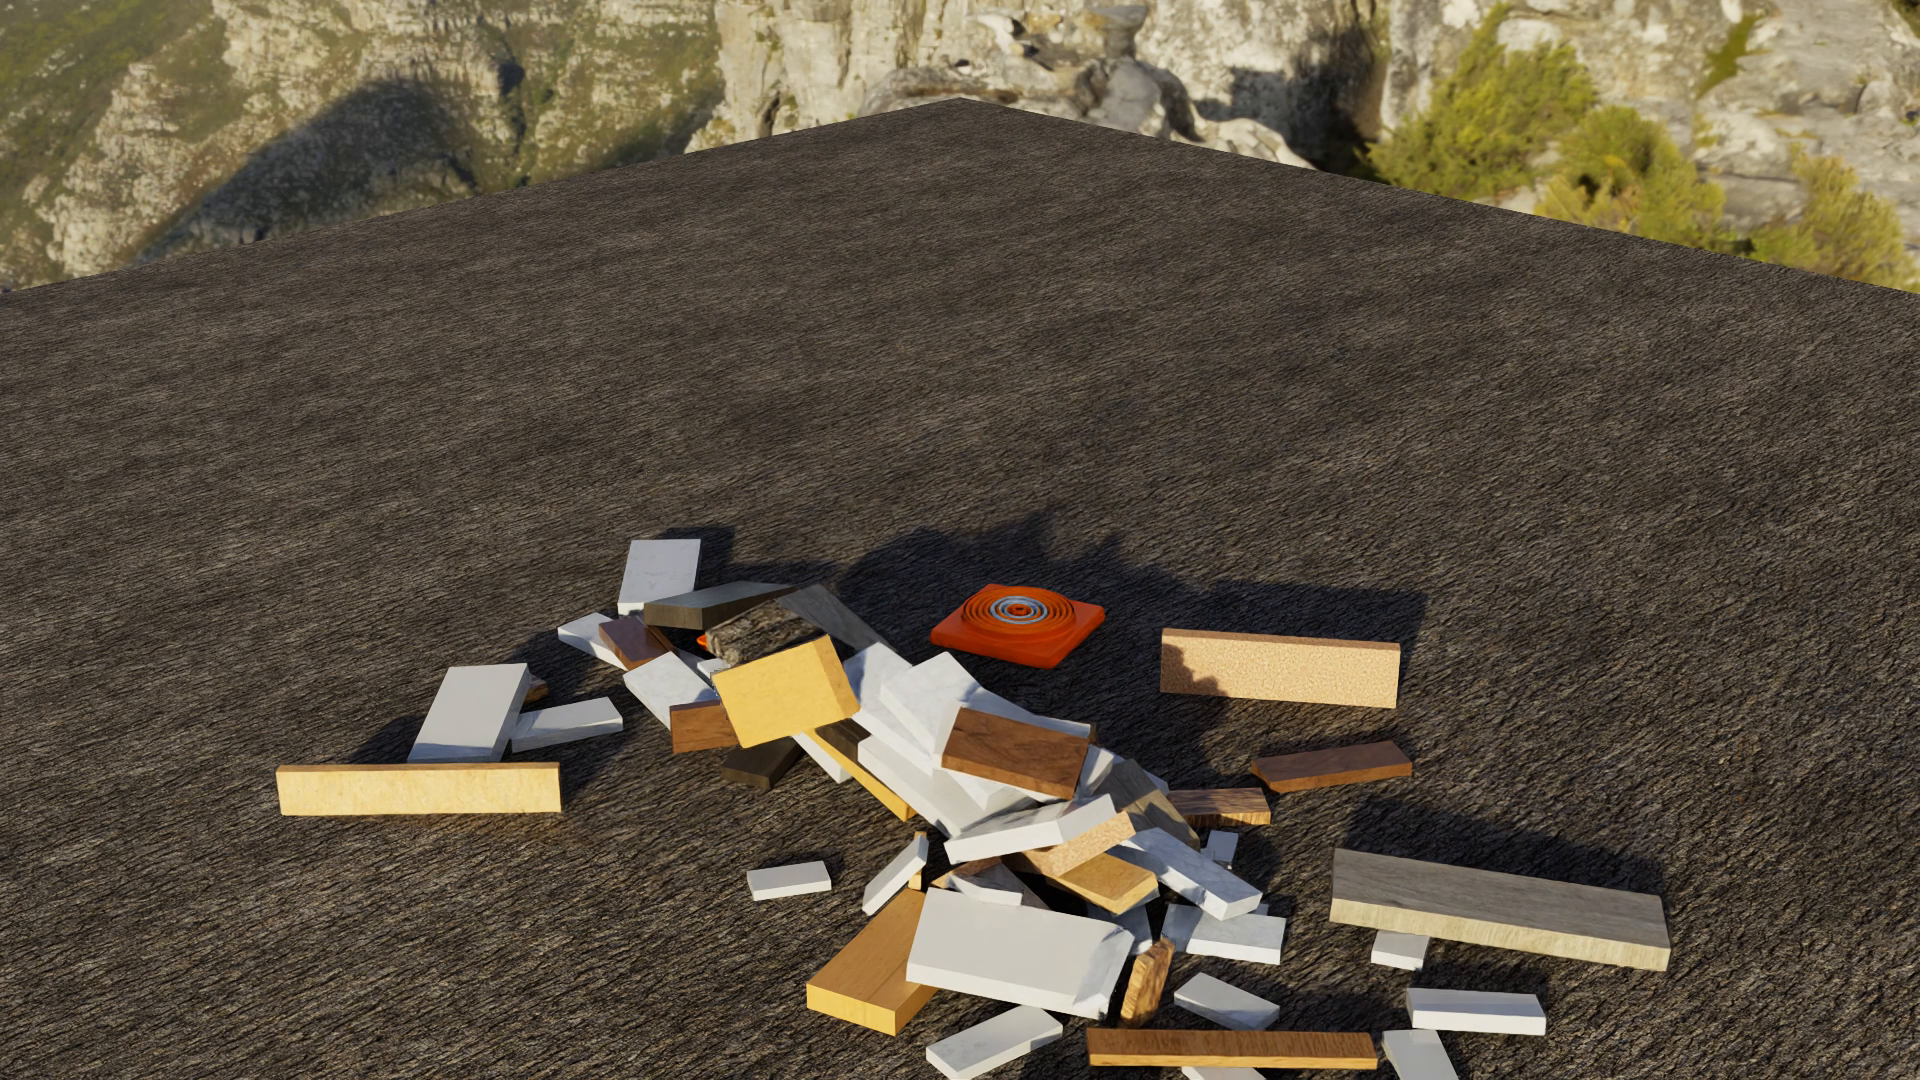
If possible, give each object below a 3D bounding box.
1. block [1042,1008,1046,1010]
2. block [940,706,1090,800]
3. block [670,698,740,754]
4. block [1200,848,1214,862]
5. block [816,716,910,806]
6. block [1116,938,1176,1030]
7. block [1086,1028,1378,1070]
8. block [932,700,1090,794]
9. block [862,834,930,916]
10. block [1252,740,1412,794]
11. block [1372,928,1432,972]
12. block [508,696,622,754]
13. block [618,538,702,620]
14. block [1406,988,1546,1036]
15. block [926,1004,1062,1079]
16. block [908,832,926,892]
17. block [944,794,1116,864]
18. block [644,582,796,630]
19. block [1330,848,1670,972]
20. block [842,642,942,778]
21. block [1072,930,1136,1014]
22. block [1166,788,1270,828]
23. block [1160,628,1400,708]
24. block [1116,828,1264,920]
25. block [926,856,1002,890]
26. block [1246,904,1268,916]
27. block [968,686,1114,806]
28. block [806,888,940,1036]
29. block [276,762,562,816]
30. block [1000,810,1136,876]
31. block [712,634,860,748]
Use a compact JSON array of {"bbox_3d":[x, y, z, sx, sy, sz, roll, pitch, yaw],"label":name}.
[{"bbox_3d":[0.150,0.745,3.892,0.091,0.026,0.182,-10,44,-16],"label":"block"},{"bbox_3d":[0.104,0.397,4.096,0.252,0.036,0.126,14,44,8],"label":"block"},{"bbox_3d":[-0.518,0.392,4.708,0.201,0.100,0.028,-7,24,-16],"label":"block"},{"bbox_3d":[0.452,0.633,4.223,0.055,0.016,0.118,-4,26,19],"label":"block"},{"bbox_3d":[-0.070,0.453,4.436,0.456,0.049,0.172,34,47,28],"label":"block"},{"bbox_3d":[0.316,0.763,3.752,0.023,0.164,0.082,32,37,30],"label":"block"},{"bbox_3d":[0.452,0.849,3.669,0.477,0.021,0.074,1,22,-2],"label":"block"},{"bbox_3d":[0.098,0.390,4.159,0.282,0.040,0.141,10,44,4],"label":"block"},{"bbox_3d":[-0.121,0.627,4.114,0.022,0.158,0.079,40,20,-13],"label":"block"},{"bbox_3d":[0.778,0.475,4.604,0.319,0.028,0.100,-6,24,-14],"label":"block"},{"bbox_3d":[0.814,0.722,4.025,0.091,0.026,0.182,8,24,18],"label":"block"},{"bbox_3d":[-0.867,0.400,4.777,0.244,0.031,0.111,-10,25,-23],"label":"block"},{"bbox_3d":[-0.743,0.098,5.467,0.176,0.050,0.388,-1,23,-3],"label":"block"},{"bbox_3d":[0.885,0.810,3.779,0.220,0.031,0.110,2,9,5],"label":"block"},{"bbox_3d":[0.059,0.850,3.725,0.224,0.025,0.088,-16,28,-33],"label":"block"},{"bbox_3d":[-0.080,0.629,4.178,0.022,0.079,0.157,2,23,3],"label":"block"},{"bbox_3d":[0.127,0.531,4.037,0.151,0.043,0.301,-19,0,-45],"label":"block"},{"bbox_3d":[-0.565,0.153,5.210,0.176,0.050,0.353,4,10,33],"label":"block"},{"bbox_3d":[0.986,0.679,4.049,0.600,0.050,0.176,8,24,8],"label":"block"},{"bbox_3d":[-0.111,0.337,4.414,0.166,0.047,0.332,-30,48,-35],"label":"block"},{"bbox_3d":[0.245,0.737,3.755,0.074,0.021,0.149,-36,15,41],"label":"block"},{"bbox_3d":[0.520,0.541,4.449,0.198,0.028,0.099,-2,23,-4],"label":"block"},{"bbox_3d":[0.712,0.286,4.907,0.522,0.141,0.040,3,23,8],"label":"block"},{"bbox_3d":[0.427,0.621,4.104,0.252,0.036,0.126,30,19,33],"label":"block"},{"bbox_3d":[0.006,0.626,4.122,0.082,0.023,0.164,-18,-12,-31],"label":"block"},{"bbox_3d":[0.517,0.695,4.103,0.111,0.016,0.055,5,23,11],"label":"block"},{"bbox_3d":[0.125,0.405,4.210,0.301,0.043,0.151,26,45,20],"label":"block"},{"bbox_3d":[-0.106,0.749,3.932,0.176,0.050,0.352,12,26,26],"label":"block"},{"bbox_3d":[-1.091,0.503,4.448,0.563,0.099,0.028,-1,23,-1],"label":"block"},{"bbox_3d":[0.181,0.563,4.130,0.172,0.049,0.344,-25,3,-20],"label":"block"},{"bbox_3d":[-0.357,0.310,4.470,0.332,0.166,0.047,-20,4,44],"label":"block"}]
